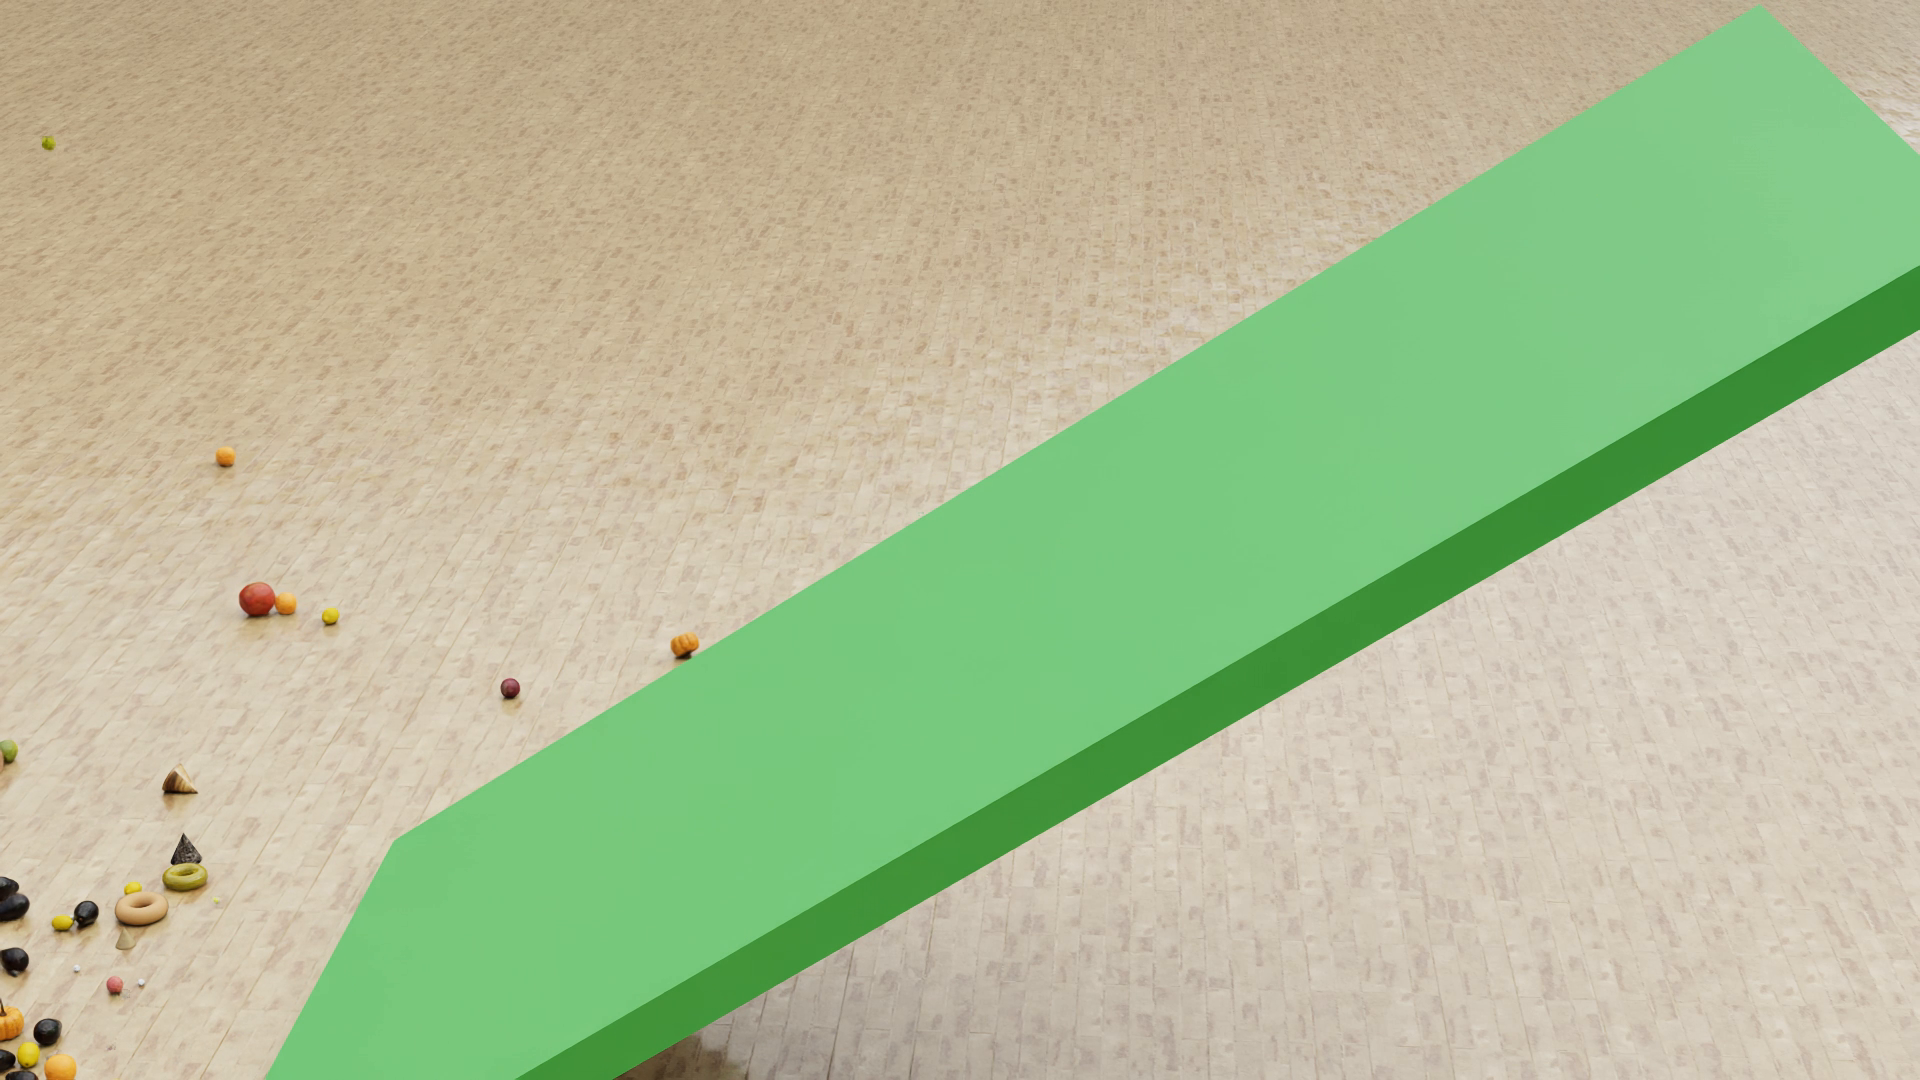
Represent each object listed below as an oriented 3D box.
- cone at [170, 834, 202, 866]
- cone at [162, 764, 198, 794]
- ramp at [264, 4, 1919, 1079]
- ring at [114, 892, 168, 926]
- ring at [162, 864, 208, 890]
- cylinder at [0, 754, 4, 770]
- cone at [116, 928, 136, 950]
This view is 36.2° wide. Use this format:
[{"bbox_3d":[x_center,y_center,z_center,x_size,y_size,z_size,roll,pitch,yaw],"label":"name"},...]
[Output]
[{"bbox_3d":[-2.048,0.809,7.772,0.083,0.083,0.083,0,21,0],"label":"cone"},{"bbox_3d":[-2.152,0.681,8.171,0.090,0.090,0.090,31,26,5],"label":"cone"},{"bbox_3d":[0.138,0.172,6.299,4.000,0.100,2.000,-31,16,14],"label":"ramp"},{"bbox_3d":[-2.083,0.937,7.486,0.134,0.045,0.134,1,22,0],"label":"ring"},{"bbox_3d":[-2.017,0.877,7.654,0.117,0.039,0.117,0,19,0],"label":"ring"},{"bbox_3d":[-2.741,0.624,8.273,0.075,0.075,0.075,-24,23,-1],"label":"cylinder"},{"bbox_3d":[-2.084,0.988,7.339,0.052,0.052,0.052,0,21,0],"label":"cone"}]
